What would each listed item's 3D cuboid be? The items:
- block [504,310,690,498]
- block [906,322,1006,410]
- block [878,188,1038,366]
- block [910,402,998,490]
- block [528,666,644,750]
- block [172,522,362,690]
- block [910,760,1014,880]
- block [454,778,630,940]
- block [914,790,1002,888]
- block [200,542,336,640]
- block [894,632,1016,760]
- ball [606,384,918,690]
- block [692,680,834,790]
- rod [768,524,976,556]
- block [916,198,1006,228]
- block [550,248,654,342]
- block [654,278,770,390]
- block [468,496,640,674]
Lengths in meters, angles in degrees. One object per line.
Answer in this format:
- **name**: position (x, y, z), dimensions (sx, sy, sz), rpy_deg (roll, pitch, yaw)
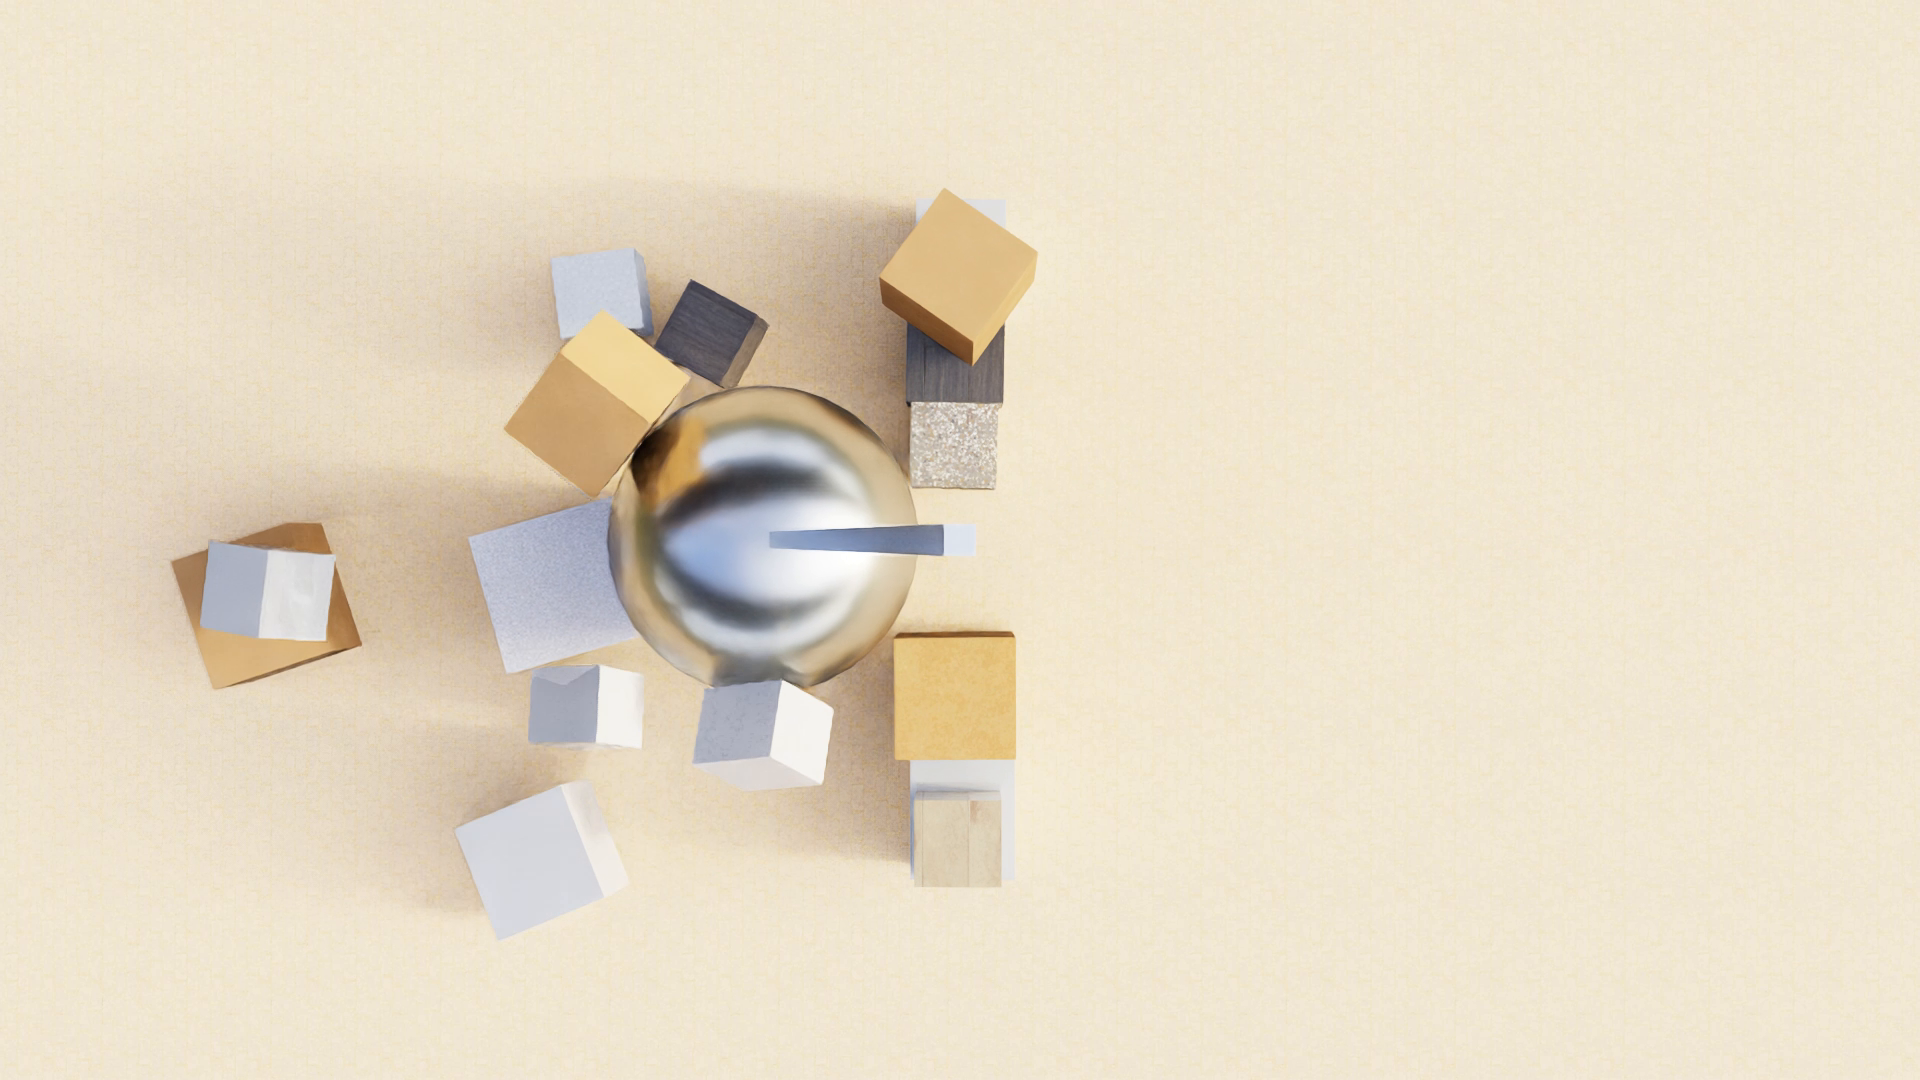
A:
- **block**: position (-1.778, -0.671, 10.805), dimensions (0.551, 0.593, 0.537), rpy_deg (38, 118, -7)
- **block**: position (-0.025, -1.049, 12.708), dimensions (0.554, 0.583, 0.539), rpy_deg (1, 90, 0)
- **block**: position (-0.008, -1.441, 12.124), dimensions (0.623, 0.614, 0.607), rpy_deg (35, 83, 4)
- **block**: position (-0.034, -0.540, 12.756), dimensions (0.494, 0.487, 0.479), rpy_deg (1, 90, 0)
- **block**: position (-2.121, 0.958, 12.494), dimensions (0.460, 0.458, 0.424), rpy_deg (-4, 79, 24)
- **block**: position (-3.979, 0.373, 12.666), dimensions (0.690, 0.669, 0.762), rpy_deg (-18, 90, 0)
- **block**: position (0.014, 1.572, 12.704), dimensions (0.590, 0.592, 0.689), rpy_deg (0, 90, 0)
- **block**: position (-2.391, 1.824, 12.644), dimensions (0.654, 0.630, 0.677), rpy_deg (-23, 86, 3)
- **block**: position (-0.011, 1.652, 12.181), dimensions (0.474, 0.454, 0.472), rpy_deg (0, 90, 0)
- **block**: position (-3.780, 0.279, 12.008), dimensions (0.490, 0.450, 0.470), rpy_deg (7, 90, 34)
- **block**: position (-0.026, 0.880, 12.589), dimensions (0.672, 0.823, 0.677), rpy_deg (0, 90, 0)
- **ball**: position (-1.011, 0.000, 11.337), dimensions (1.600, 1.600, 1.600), rpy_deg (0, 90, 0)
- **block**: position (-0.990, 0.987, 11.070), dimensions (0.499, 0.431, 0.402), rpy_deg (-9, 62, 33)
- **rod**: position (-0.438, 0.000, 7.985), dimensions (0.080, 5.200, 0.080), rpy_deg (0, 90, -10)
- **block**: position (0.004, -1.631, 12.743), dimensions (0.511, 0.513, 0.610), rpy_deg (1, 90, 0)
- **block**: position (-2.073, -1.411, 12.776), dimensions (0.477, 0.448, 0.460), rpy_deg (-7, 90, 0)
- **block**: position (-1.435, -1.175, 12.741), dimensions (0.437, 0.493, 0.456), rpy_deg (29, 90, 3)
- **block**: position (-2.178, 0.241, 12.572), dimensions (0.897, 0.855, 0.787), rpy_deg (-16, 90, 0)
